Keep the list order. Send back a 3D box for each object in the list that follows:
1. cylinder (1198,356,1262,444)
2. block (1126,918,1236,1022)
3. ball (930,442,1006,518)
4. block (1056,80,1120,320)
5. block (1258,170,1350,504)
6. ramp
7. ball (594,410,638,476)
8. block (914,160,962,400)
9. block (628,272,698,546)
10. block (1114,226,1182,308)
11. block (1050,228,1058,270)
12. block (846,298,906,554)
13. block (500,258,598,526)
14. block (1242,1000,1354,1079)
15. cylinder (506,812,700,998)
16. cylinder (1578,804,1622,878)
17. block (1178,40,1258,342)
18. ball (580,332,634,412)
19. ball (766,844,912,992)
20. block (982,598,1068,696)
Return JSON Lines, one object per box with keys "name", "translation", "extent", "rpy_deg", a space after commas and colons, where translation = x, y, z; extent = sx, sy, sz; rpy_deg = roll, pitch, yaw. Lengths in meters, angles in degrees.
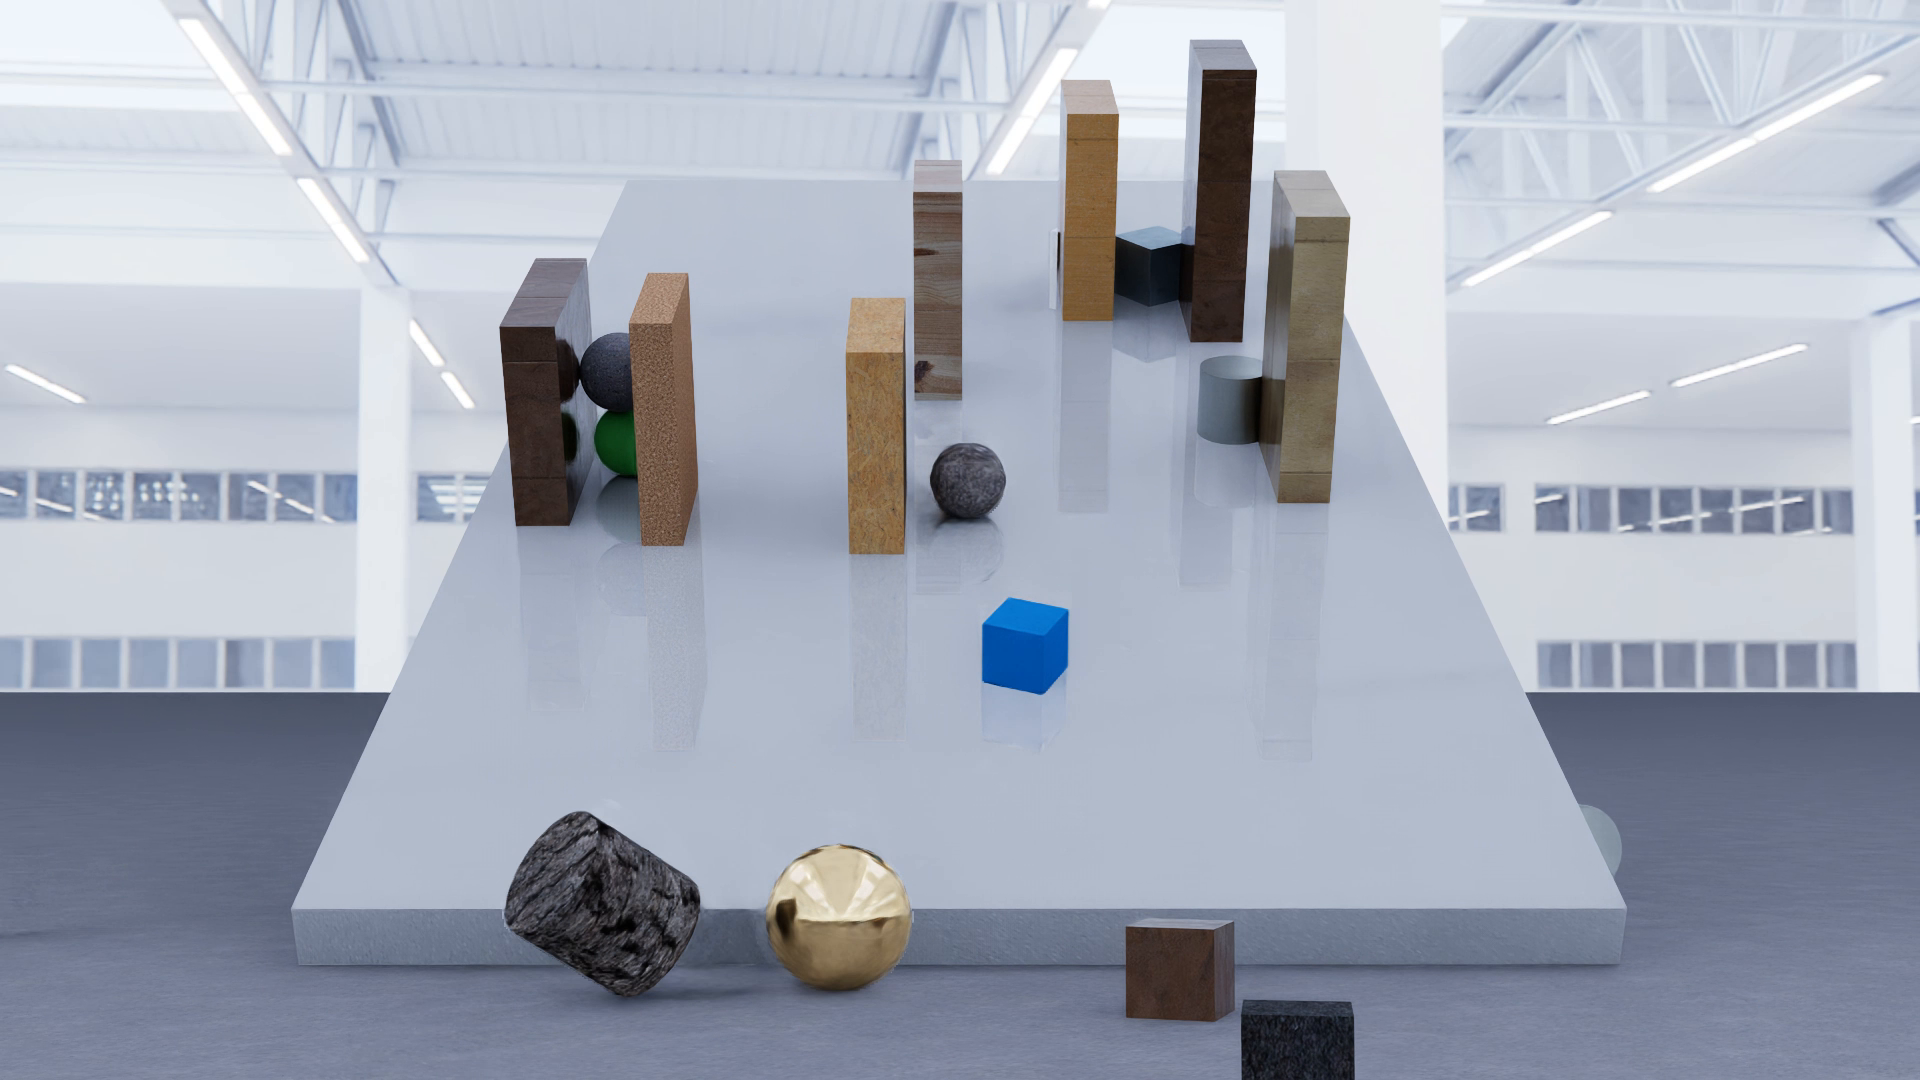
{"name": "cylinder", "translation": [0.611, -0.313, 5.213], "extent": [0.155, 0.155, 0.155], "rpy_deg": [0, 24, 0]}
{"name": "block", "translation": [0.285, 0.552, 3.003], "extent": [0.115, 0.115, 0.115], "rpy_deg": [-1, -4, 19]}
{"name": "ball", "translation": [0.016, -0.124, 4.791], "extent": [0.156, 0.156, 0.156], "rpy_deg": [0, -4, 0]}
{"name": "block", "translation": [0.325, -0.876, 5.994], "extent": [0.128, 0.535, 0.364], "rpy_deg": [0, 24, 0]}
{"name": "block", "translation": [0.719, -0.430, 4.909], "extent": [0.109, 0.619, 0.345], "rpy_deg": [0, 24, 0]}
{"name": "ramp", "translation": [-0.008, -0.229, 5.332], "extent": [2.000, 0.100, 4.000], "rpy_deg": [0, 24, 0]}
{"name": "ball", "translation": [-0.702, -0.216, 4.986], "extent": [0.159, 0.159, 0.159], "rpy_deg": [0, -4, 0]}
{"name": "block", "translation": [-0.051, -0.608, 5.443], "extent": [0.111, 0.498, 0.272], "rpy_deg": [0, 24, 0]}
{"name": "block", "translation": [-0.597, -0.267, 4.723], "extent": [0.083, 0.470, 0.316], "rpy_deg": [0, 24, 0]}
{"name": "block", "translation": [0.508, -0.718, 6.106], "extent": [0.154, 0.154, 0.154], "rpy_deg": [-16, 29, -32]}
{"name": "block", "translation": [0.319, -0.789, 6.316], "extent": [0.109, 0.109, 0.109], "rpy_deg": [15, 28, 29]}
{"name": "block", "translation": [-0.166, -0.234, 4.705], "extent": [0.109, 0.426, 0.329], "rpy_deg": [0, 24, 0]}
{"name": "block", "translation": [-0.853, -0.316, 4.879], "extent": [0.110, 0.430, 0.446], "rpy_deg": [0, 24, 0]}
{"name": "block", "translation": [0.329, 0.511, 2.275], "extent": [0.107, 0.107, 0.107], "rpy_deg": [-1, -4, 8]}
{"name": "cylinder", "translation": [-0.483, 0.492, 3.153], "extent": [0.185, 0.185, 0.185], "rpy_deg": [39, -26, -30]}
{"name": "cylinder", "translation": [1.241, 0.634, 4.826], "extent": [0.179, 0.179, 0.179], "rpy_deg": [1, -4, -17]}
{"name": "block", "translation": [0.637, -0.869, 5.802], "extent": [0.130, 0.682, 0.330], "rpy_deg": [0, 24, 0]}
{"name": "ball", "translation": [-0.715, -0.352, 4.898], "extent": [0.168, 0.168, 0.168], "rpy_deg": [0, -4, 0]}
{"name": "ball", "translation": [-0.168, 0.523, 3.231], "extent": [0.202, 0.202, 0.202], "rpy_deg": [0, -4, 0]}
{"name": "block", "translation": [0.116, 0.188, 4.150], "extent": [0.117, 0.117, 0.117], "rpy_deg": [11, 26, 22]}
